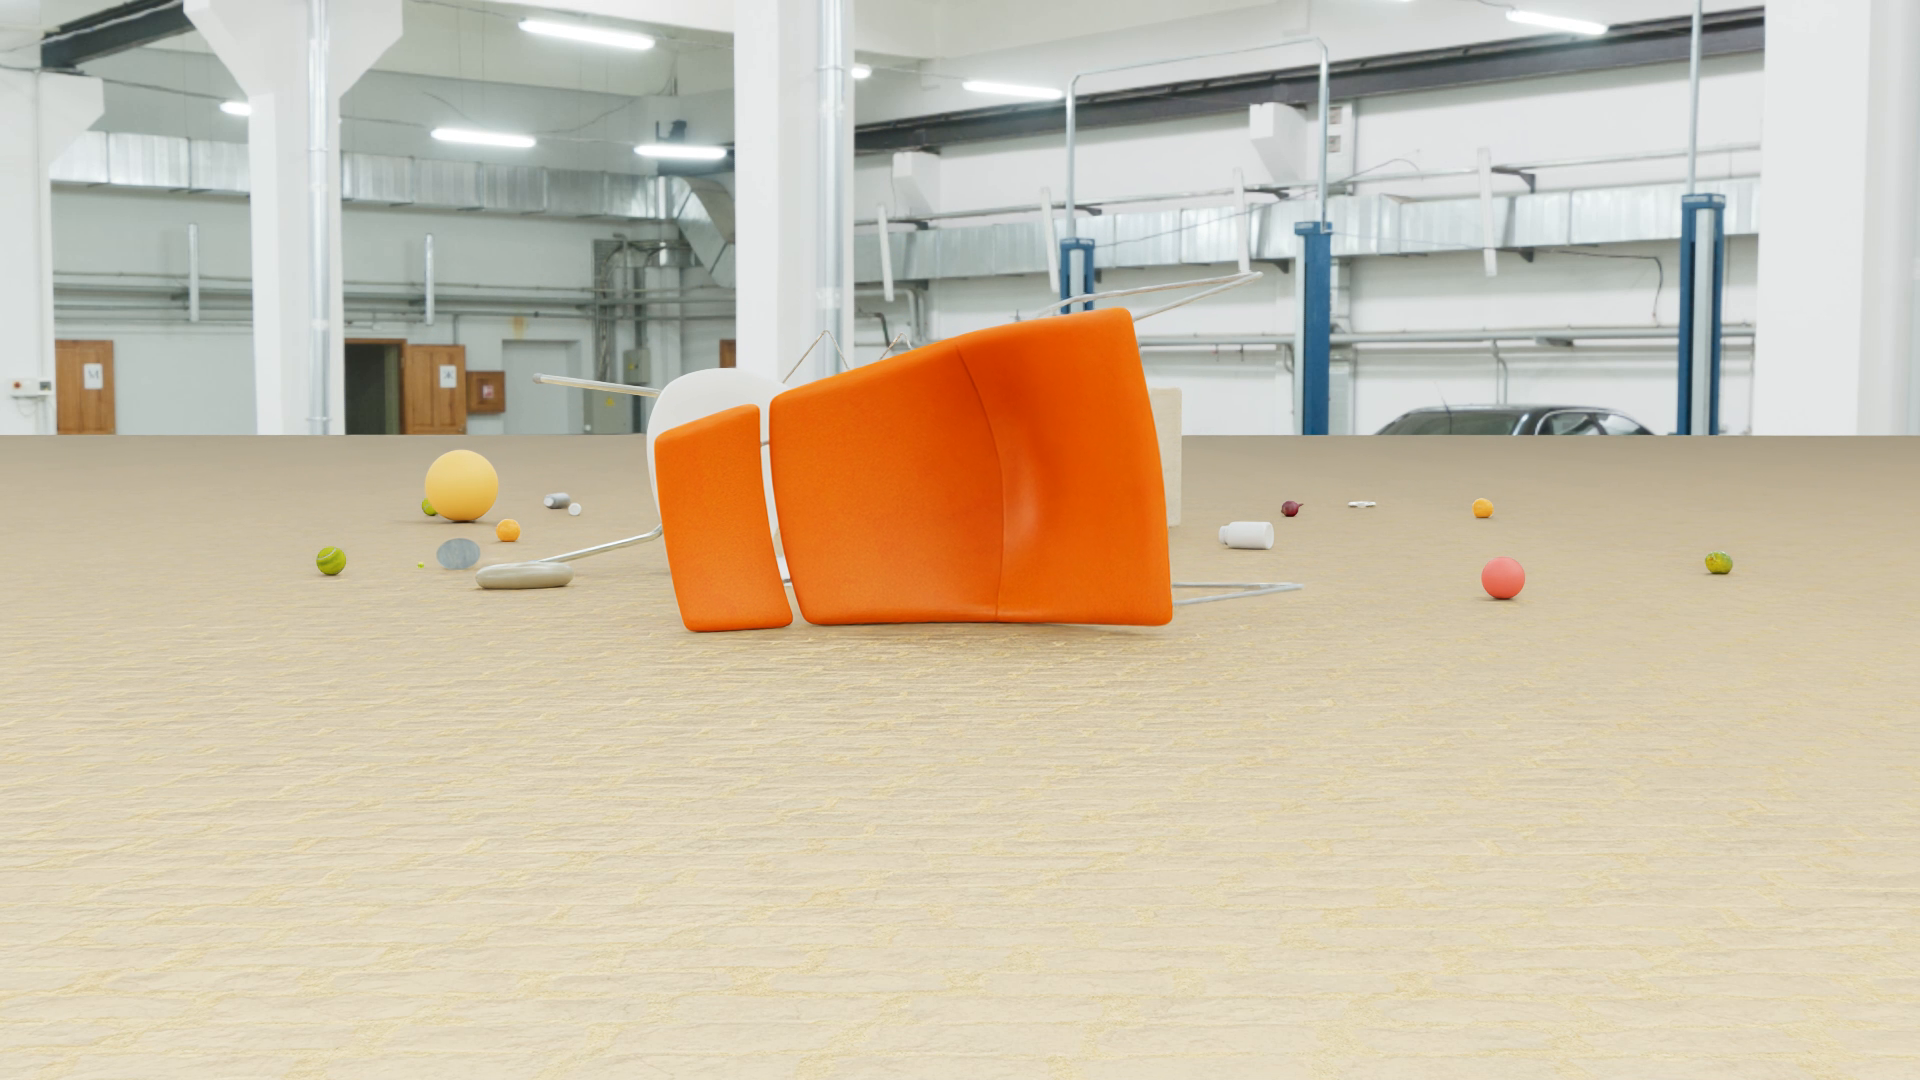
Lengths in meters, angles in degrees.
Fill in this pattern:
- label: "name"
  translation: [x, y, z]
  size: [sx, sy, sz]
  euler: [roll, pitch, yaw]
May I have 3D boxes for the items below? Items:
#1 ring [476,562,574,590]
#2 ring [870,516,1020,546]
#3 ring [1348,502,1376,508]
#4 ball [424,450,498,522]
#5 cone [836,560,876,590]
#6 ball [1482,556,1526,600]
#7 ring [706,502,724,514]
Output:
- label: "ring"
  translation: [-0.985, 0.082, 4.983]
  size: [0.226, 0.052, 0.131]
  euler: [-3, 6, -27]
- label: "ring"
  translation: [-0.044, -0.027, 6.410]
  size: [0.451, 0.073, 0.417]
  euler: [1, 5, 24]
- label: "ring"
  translation: [1.525, -0.134, 8.349]
  size: [0.105, 0.021, 0.116]
  euler: [-1, 3, -11]
- label: "ball"
  translation: [-1.683, -0.183, 7.428]
  size: [0.244, 0.244, 0.244]
  euler: [0, 4, 0]
- label: "cone"
  translation: [-0.221, 0.093, 4.955]
  size: [0.111, 0.078, 0.054]
  euler: [3, -31, 37]
- label: "ball"
  translation: [1.161, 0.081, 4.701]
  size: [0.092, 0.092, 0.092]
  euler: [0, 4, 0]
- label: "ring"
  translation: [-0.889, -0.119, 7.974]
  size: [0.062, 0.042, 0.067]
  euler: [-1, 5, 14]
